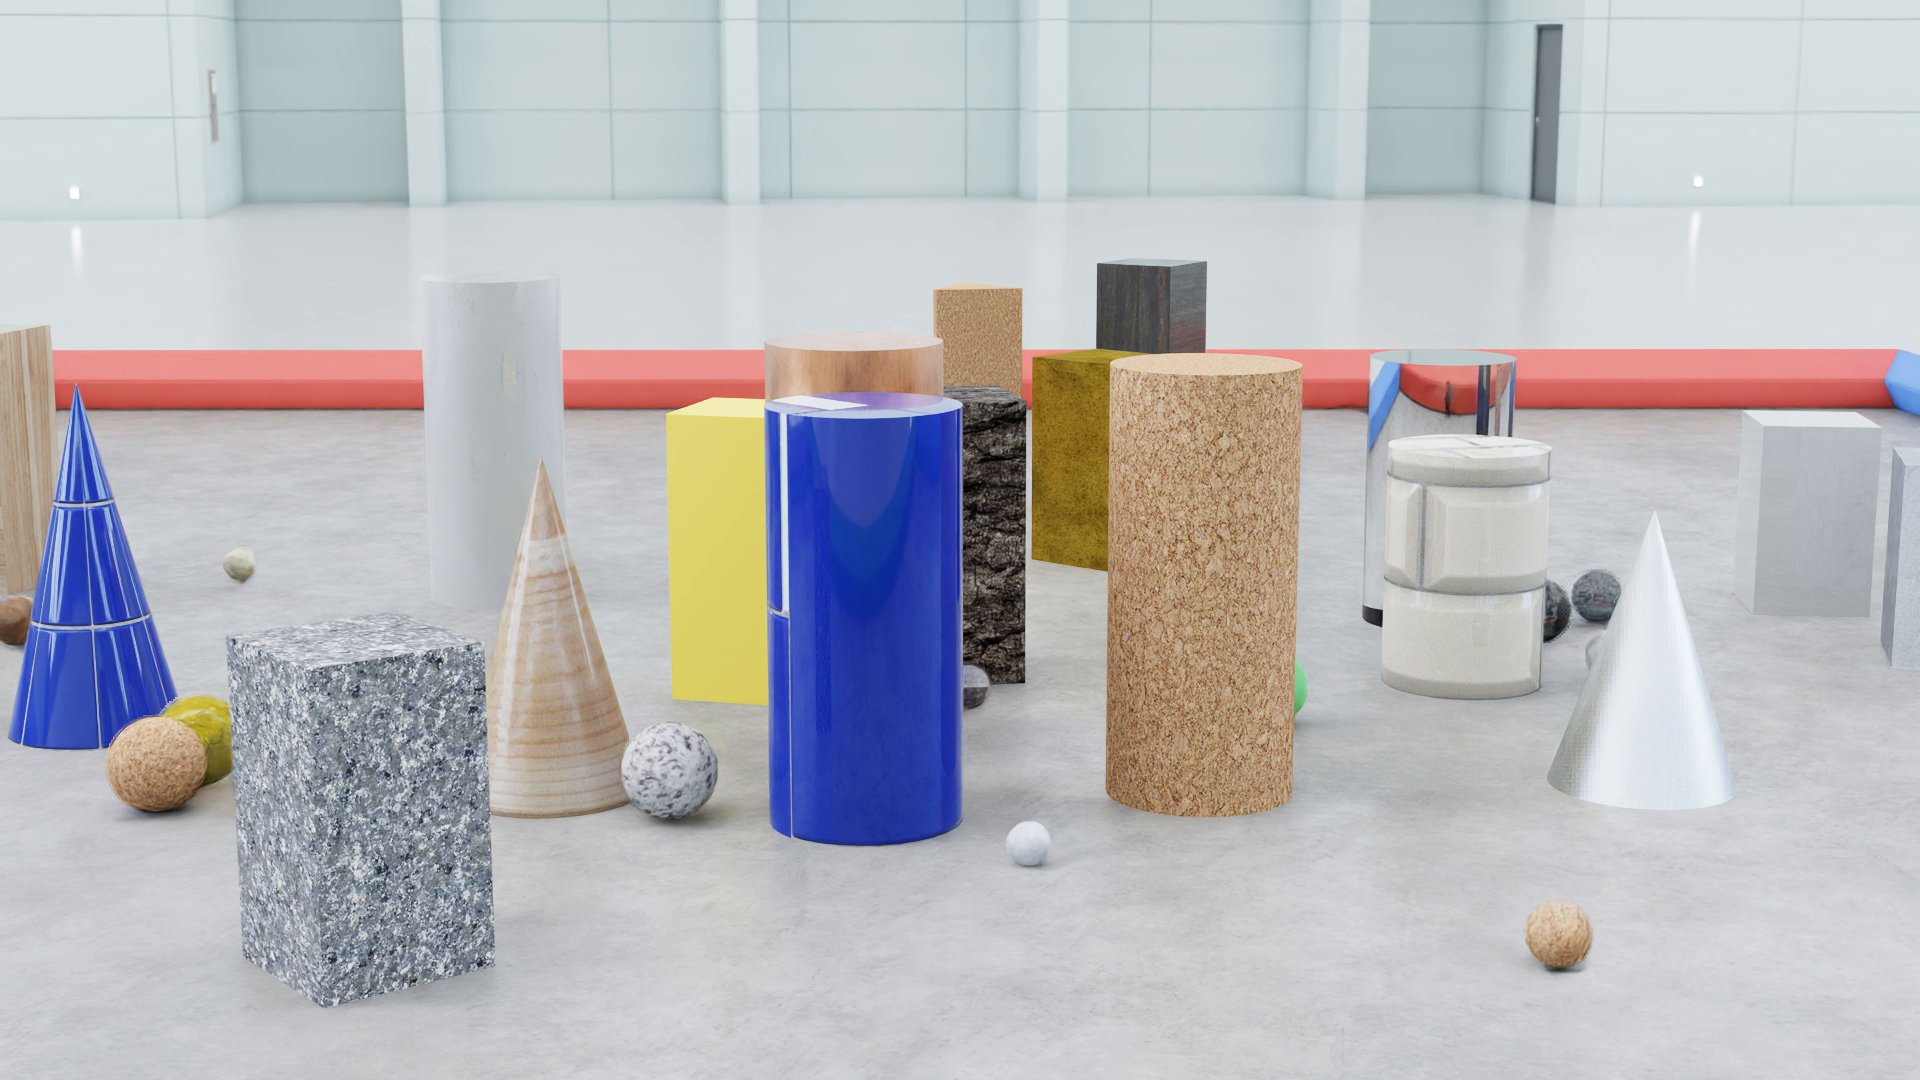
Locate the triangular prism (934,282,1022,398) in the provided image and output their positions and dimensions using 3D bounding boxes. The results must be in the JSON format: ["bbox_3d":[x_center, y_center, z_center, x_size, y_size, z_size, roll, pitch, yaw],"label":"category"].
[{"bbox_3d":[0.021,-0.313,4.764,0.163,0.319,0.141,-2,11,-10],"label":"triangular prism"}]

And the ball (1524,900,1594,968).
[{"bbox_3d":[0.488,0.320,2.091,0.055,0.055,0.055,0,11,0],"label":"ball"}]

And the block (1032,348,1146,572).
[{"bbox_3d":[0.212,-0.121,3.783,0.151,0.301,0.151,9,14,40],"label":"block"}]

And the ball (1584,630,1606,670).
[{"bbox_3d":[0.774,0.138,3.045,0.064,0.064,0.064,0,11,0],"label":"ball"}]

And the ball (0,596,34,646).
[{"bbox_3d":[-1.190,0.102,3.237,0.063,0.063,0.063,0,11,0],"label":"ball"}]

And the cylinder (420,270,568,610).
[{"bbox_3d":[-0.636,-0.140,3.508,0.188,0.440,0.188,0,11,0],"label":"cylinder"}]

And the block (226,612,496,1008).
[{"bbox_3d":[-0.485,0.212,2.079,0.151,0.271,0.151,-8,14,-38],"label":"block"}]

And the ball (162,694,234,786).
[{"bbox_3d":[-0.774,0.204,2.614,0.092,0.092,0.092,0,11,0],"label":"ball"}]

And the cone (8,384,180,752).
[{"bbox_3d":[-0.953,0.019,2.801,0.188,0.386,0.188,0,11,0],"label":"cone"}]

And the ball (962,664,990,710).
[{"bbox_3d":[0.009,0.167,2.922,0.051,0.051,0.051,0,11,0],"label":"ball"}]

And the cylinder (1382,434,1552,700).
[{"bbox_3d":[0.597,0.029,3.030,0.188,0.283,0.188,0,11,0],"label":"cylinder"}]

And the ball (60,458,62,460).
[{"bbox_3d":[-1.528,-0.125,4.448,0.066,0.066,0.066,0,11,0],"label":"ball"}]

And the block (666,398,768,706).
[{"bbox_3d":[-0.241,0.011,2.992,0.151,0.332,0.151,3,11,15],"label":"block"}]

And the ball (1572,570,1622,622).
[{"bbox_3d":[0.839,0.074,3.375,0.067,0.067,0.067,0,11,0],"label":"ball"}]

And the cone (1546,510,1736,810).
[{"bbox_3d":[0.696,0.109,2.596,0.188,0.285,0.188,0,11,0],"label":"cone"}]

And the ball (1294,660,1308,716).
[{"bbox_3d":[0.347,0.163,2.857,0.083,0.083,0.083,0,11,0],"label":"ball"}]

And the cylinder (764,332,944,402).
[{"bbox_3d":[-0.112,0.005,2.740,0.188,0.436,0.188,0,11,0],"label":"cylinder"}]

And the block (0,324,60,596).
[{"bbox_3d":[-1.371,-0.115,3.590,0.151,0.361,0.151,2,11,12],"label":"block"}]

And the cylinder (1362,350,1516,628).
[{"bbox_3d":[0.628,-0.067,3.367,0.188,0.348,0.188,0,11,0],"label":"cylinder"}]

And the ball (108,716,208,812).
[{"bbox_3d":[-0.789,0.220,2.522,0.093,0.093,0.093,0,11,0],"label":"ball"}]

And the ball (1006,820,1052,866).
[{"bbox_3d":[0.063,0.278,2.355,0.041,0.041,0.041,0,11,0],"label":"ball"}]

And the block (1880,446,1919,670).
[{"bbox_3d":[1.226,0.023,3.154,0.151,0.250,0.151,3,11,14],"label":"block"}]

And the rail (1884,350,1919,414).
[{"bbox_3d":[1.990,0.029,3.461,0.045,0.122,4.099,0,11,0],"label":"rail"}]

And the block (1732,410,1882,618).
[{"bbox_3d":[1.141,-0.038,3.465,0.151,0.254,0.151,1,11,6],"label":"block"}]

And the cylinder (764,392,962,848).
[{"bbox_3d":[-0.091,0.072,2.464,0.188,0.406,0.188,0,11,0],"label":"cylinder"}]

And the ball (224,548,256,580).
[{"bbox_3d":[-1.023,0.035,3.647,0.045,0.045,0.045,0,11,0],"label":"ball"}]

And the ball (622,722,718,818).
[{"bbox_3d":[-0.283,0.224,2.498,0.094,0.094,0.094,0,11,0],"label":"ball"}]

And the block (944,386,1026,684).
[{"bbox_3d":[-0.011,-0.007,3.073,0.151,0.338,0.151,-2,11,-11],"label":"block"}]

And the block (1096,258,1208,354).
[{"bbox_3d":[0.355,-0.334,4.762,0.151,0.362,0.151,6,12,31],"label":"block"}]

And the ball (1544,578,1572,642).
[{"bbox_3d":[0.731,0.089,3.251,0.084,0.084,0.084,0,11,0],"label":"ball"}]

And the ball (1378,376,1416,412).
[{"bbox_3d":[0.920,-0.307,5.393,0.078,0.078,0.078,0,11,0],"label":"ball"}]

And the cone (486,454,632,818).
[{"bbox_3d":[-0.413,0.085,2.562,0.188,0.345,0.188,0,11,0],"label":"cone"}]

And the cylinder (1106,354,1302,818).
[{"bbox_3d":[0.242,0.040,2.558,0.188,0.434,0.188,0,11,0],"label":"cylinder"}]

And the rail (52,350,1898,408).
[{"bbox_3d":[-0.012,-0.340,5.441,4.028,0.122,0.045,0,11,0],"label":"rail"}]
